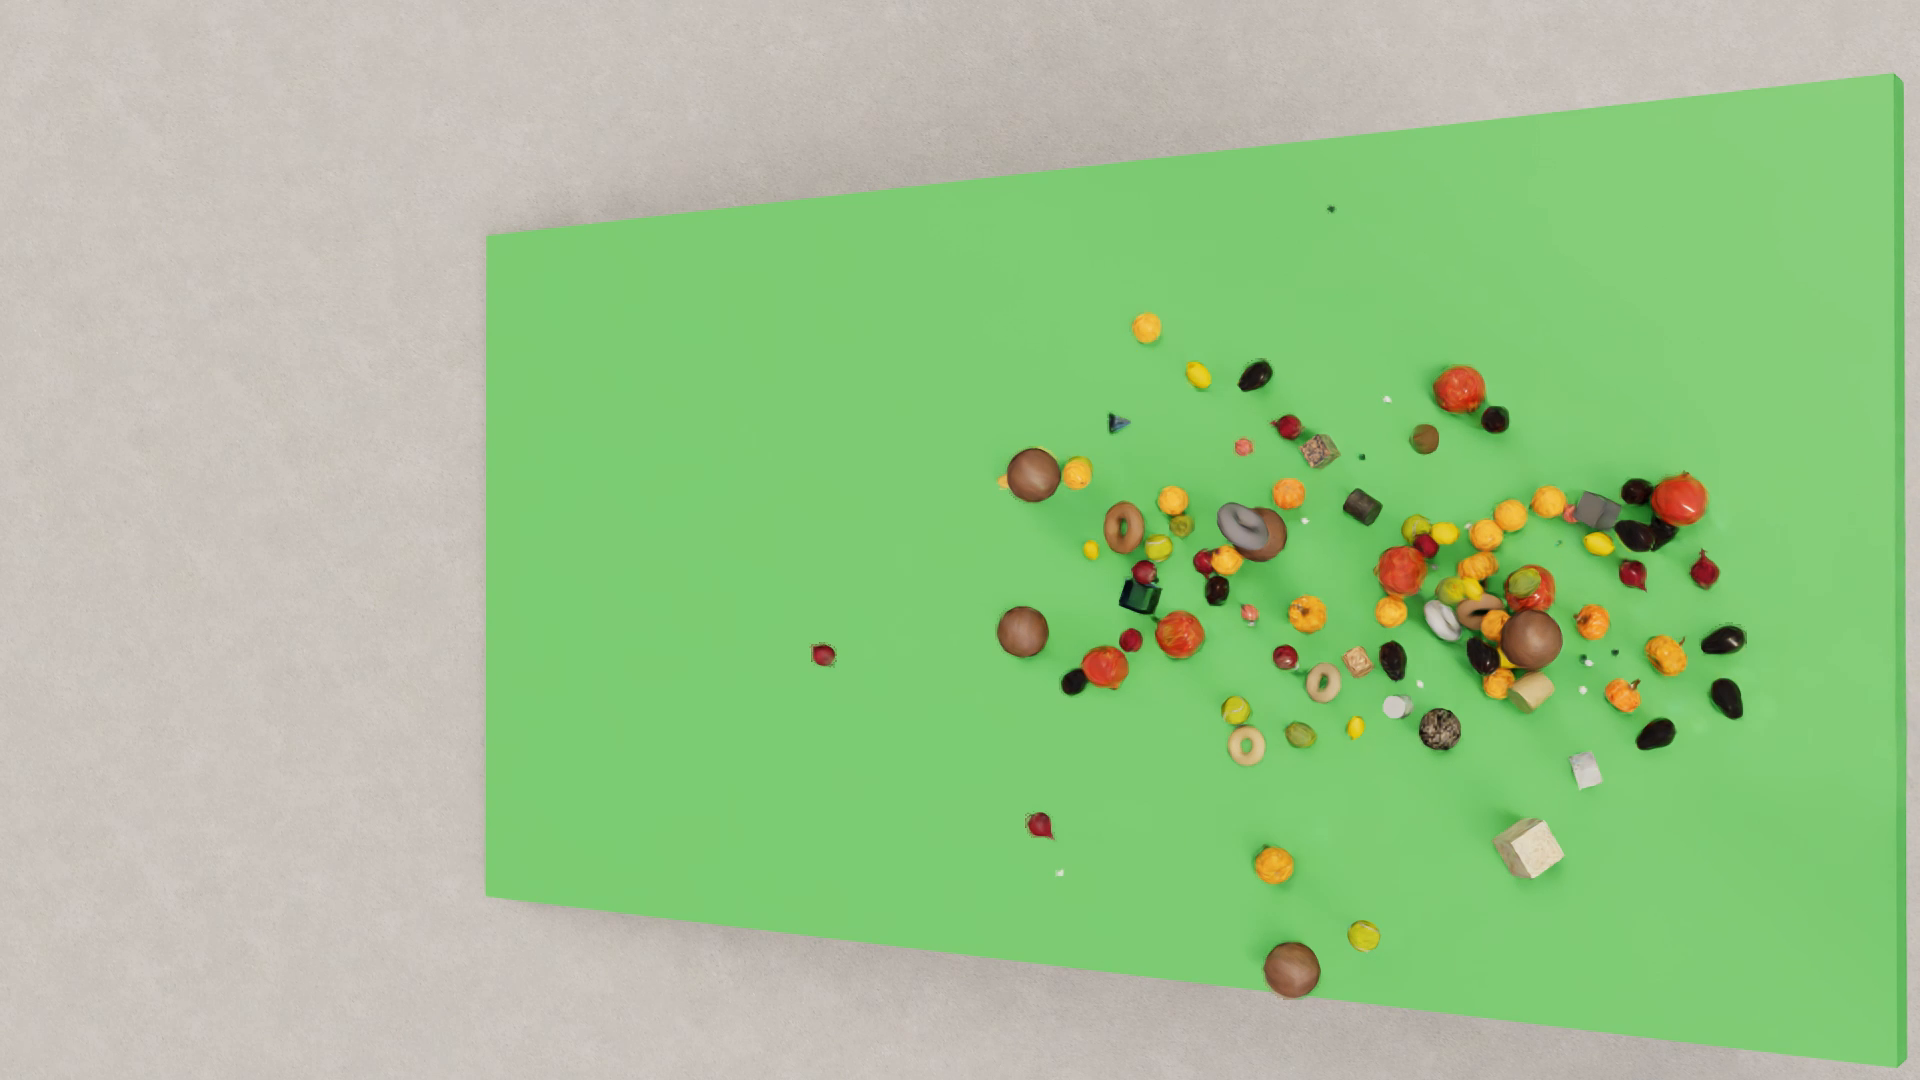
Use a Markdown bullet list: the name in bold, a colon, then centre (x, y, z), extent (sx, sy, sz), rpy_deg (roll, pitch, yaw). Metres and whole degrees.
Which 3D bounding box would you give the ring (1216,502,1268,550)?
- **ring**: centre (0.637, -0.030, 4.954), extent (0.133, 0.133, 0.044), rpy_deg (35, 124, 0)

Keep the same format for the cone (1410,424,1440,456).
- **cone**: centre (1.032, -0.228, 4.951), extent (0.072, 0.072, 0.072), rpy_deg (0, 89, 34)

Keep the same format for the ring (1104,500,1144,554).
- **ring**: centre (0.401, -0.031, 5.376), extent (0.044, 0.131, 0.131), rpy_deg (2, 89, -37)

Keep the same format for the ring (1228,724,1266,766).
- **ring**: centre (0.679, 0.487, 5.207), extent (0.099, 0.033, 0.099), rpy_deg (-2, 87, 36)

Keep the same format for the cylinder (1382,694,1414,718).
- **cylinder**: centre (0.994, 0.377, 4.983), extent (0.053, 0.053, 0.053), rpy_deg (0, 89, 34)

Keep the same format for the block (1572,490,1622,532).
- **block**: centre (1.368, -0.061, 4.720), extent (0.062, 0.062, 0.062), rpy_deg (10, 108, -39)

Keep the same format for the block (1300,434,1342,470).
- **block**: centre (0.834, -0.205, 5.093), extent (0.058, 0.058, 0.058), rpy_deg (-39, 69, 27)

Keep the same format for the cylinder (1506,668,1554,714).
- **cylinder**: centre (1.229, 0.325, 4.737), extent (0.072, 0.072, 0.072), rpy_deg (-40, 90, -12)

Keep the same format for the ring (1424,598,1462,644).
- **ring**: centre (1.074, 0.180, 4.889), extent (0.036, 0.109, 0.109), rpy_deg (-35, 90, 34)

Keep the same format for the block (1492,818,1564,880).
- **block**: centre (1.216, 0.659, 4.707), extent (0.091, 0.091, 0.091), rpy_deg (-32, 93, -13)

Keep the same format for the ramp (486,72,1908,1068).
- **ramp**: centre (0.250, 0.069, 5.580), extent (4.000, 0.100, 2.000), rpy_deg (0, 89, 34)

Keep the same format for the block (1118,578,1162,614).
- **block**: centre (0.439, 0.138, 5.349), extent (0.067, 0.067, 0.067), rpy_deg (23, 102, 36)

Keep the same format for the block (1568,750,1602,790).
- **block**: centre (1.338, 0.492, 4.702), extent (0.051, 0.051, 0.051), rpy_deg (-19, 121, 11)

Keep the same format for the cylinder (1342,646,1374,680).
- **cylinder**: centre (0.911, 0.280, 5.035), extent (0.055, 0.055, 0.055), rpy_deg (-27, 64, 0)

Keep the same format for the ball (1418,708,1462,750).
- **ball**: centre (1.071, 0.423, 4.905), extent (0.095, 0.095, 0.095), rpy_deg (0, 90, 0)

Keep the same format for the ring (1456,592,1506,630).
- **ring**: centre (1.151, 0.159, 4.856), extent (0.109, 0.109, 0.036), rpy_deg (9, 47, 0)

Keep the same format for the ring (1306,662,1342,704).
- **ring**: centre (0.841, 0.330, 5.086), extent (0.033, 0.098, 0.098), rpy_deg (17, 89, -39)

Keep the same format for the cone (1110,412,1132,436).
- **cone**: centre (0.398, -0.288, 5.407), extent (0.058, 0.058, 0.058), rpy_deg (-3, 90, 8)

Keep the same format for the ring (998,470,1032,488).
- **ring**: centre (0.138, -0.154, 5.544), extent (0.088, 0.088, 0.029), rpy_deg (-14, 84, 0)
